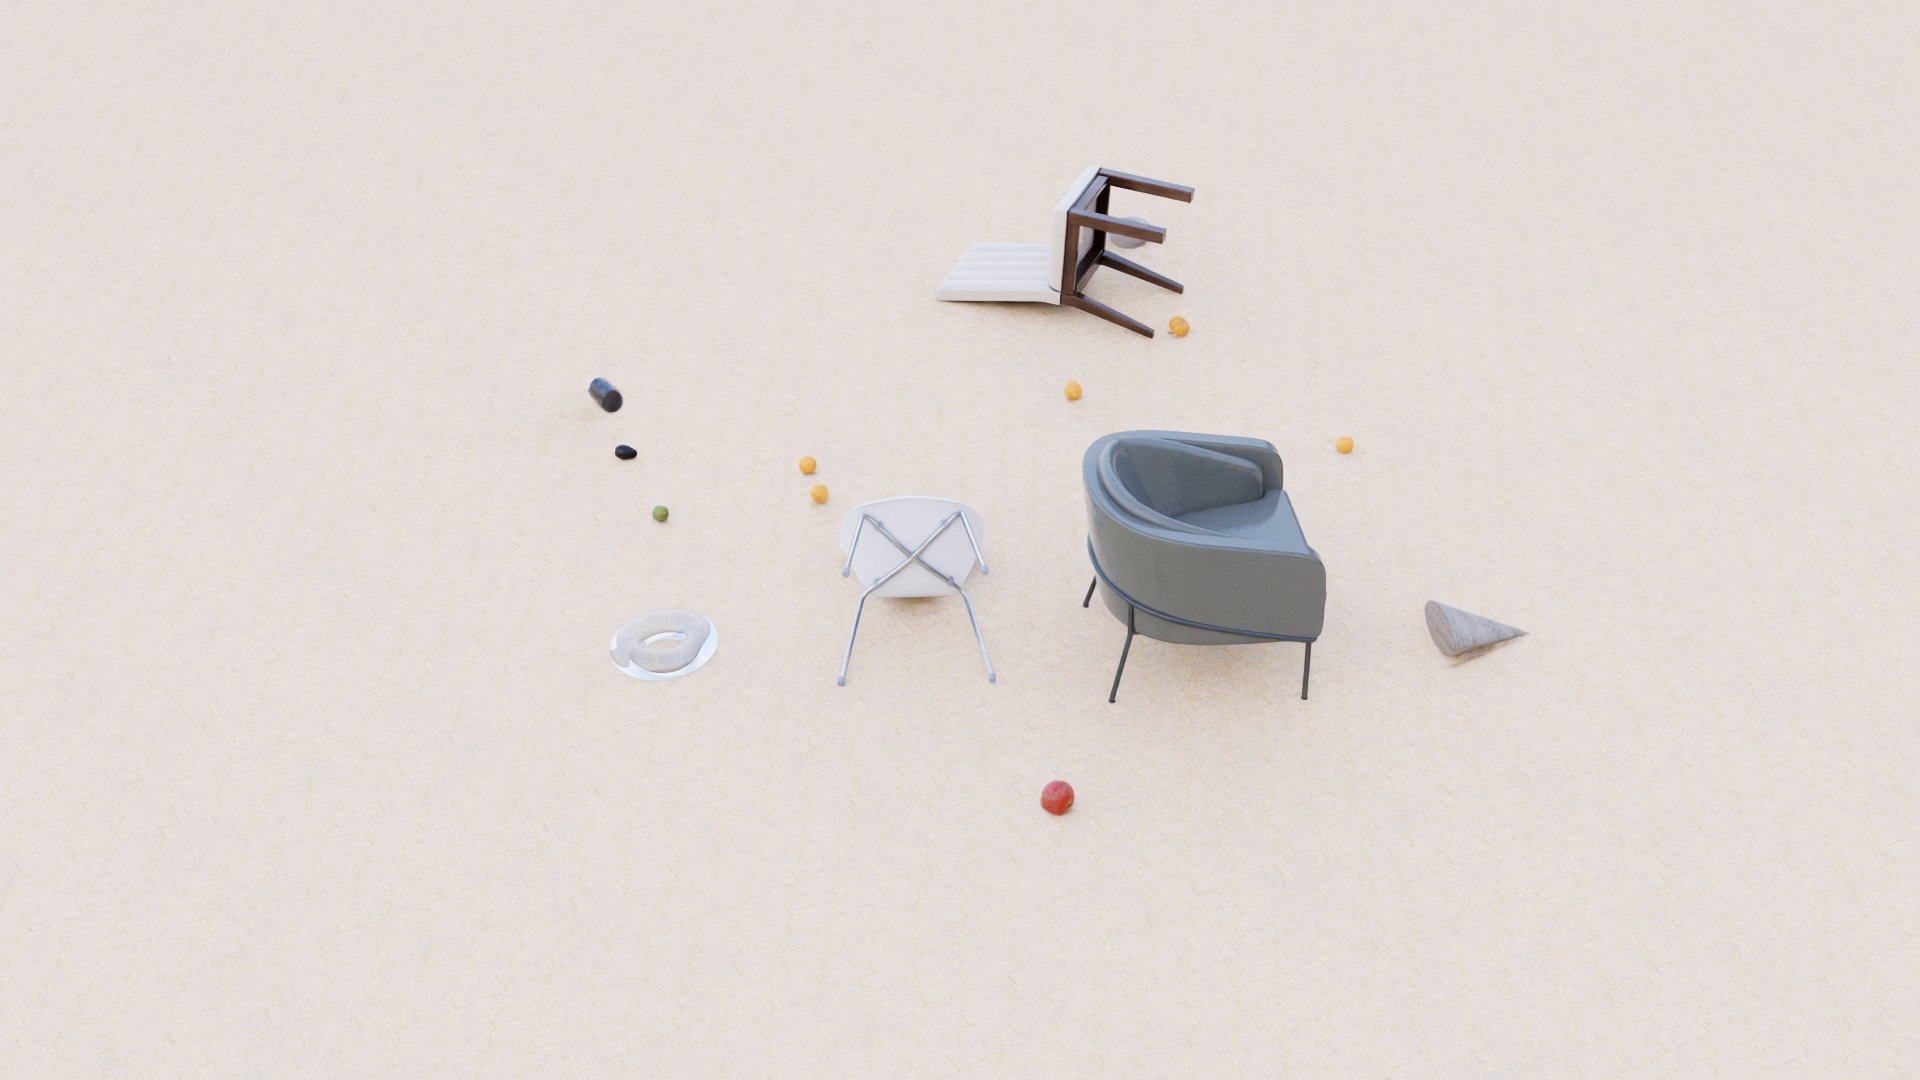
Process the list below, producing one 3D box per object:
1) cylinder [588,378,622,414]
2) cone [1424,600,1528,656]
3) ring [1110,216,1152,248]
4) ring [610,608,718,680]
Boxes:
[{"bbox_3d":[-1.418,-0.578,11.727,0.086,0.105,0.121,-27,41,-23],"label":"cylinder"},{"bbox_3d":[1.862,0.322,10.396,0.351,0.131,0.315,4,29,-14],"label":"cone"},{"bbox_3d":[0.750,-1.356,12.913,0.190,0.098,0.142,-6,40,-10],"label":"ring"},{"bbox_3d":[-1.040,0.366,10.300,0.394,0.099,0.348,-22,40,-29],"label":"ring"}]
